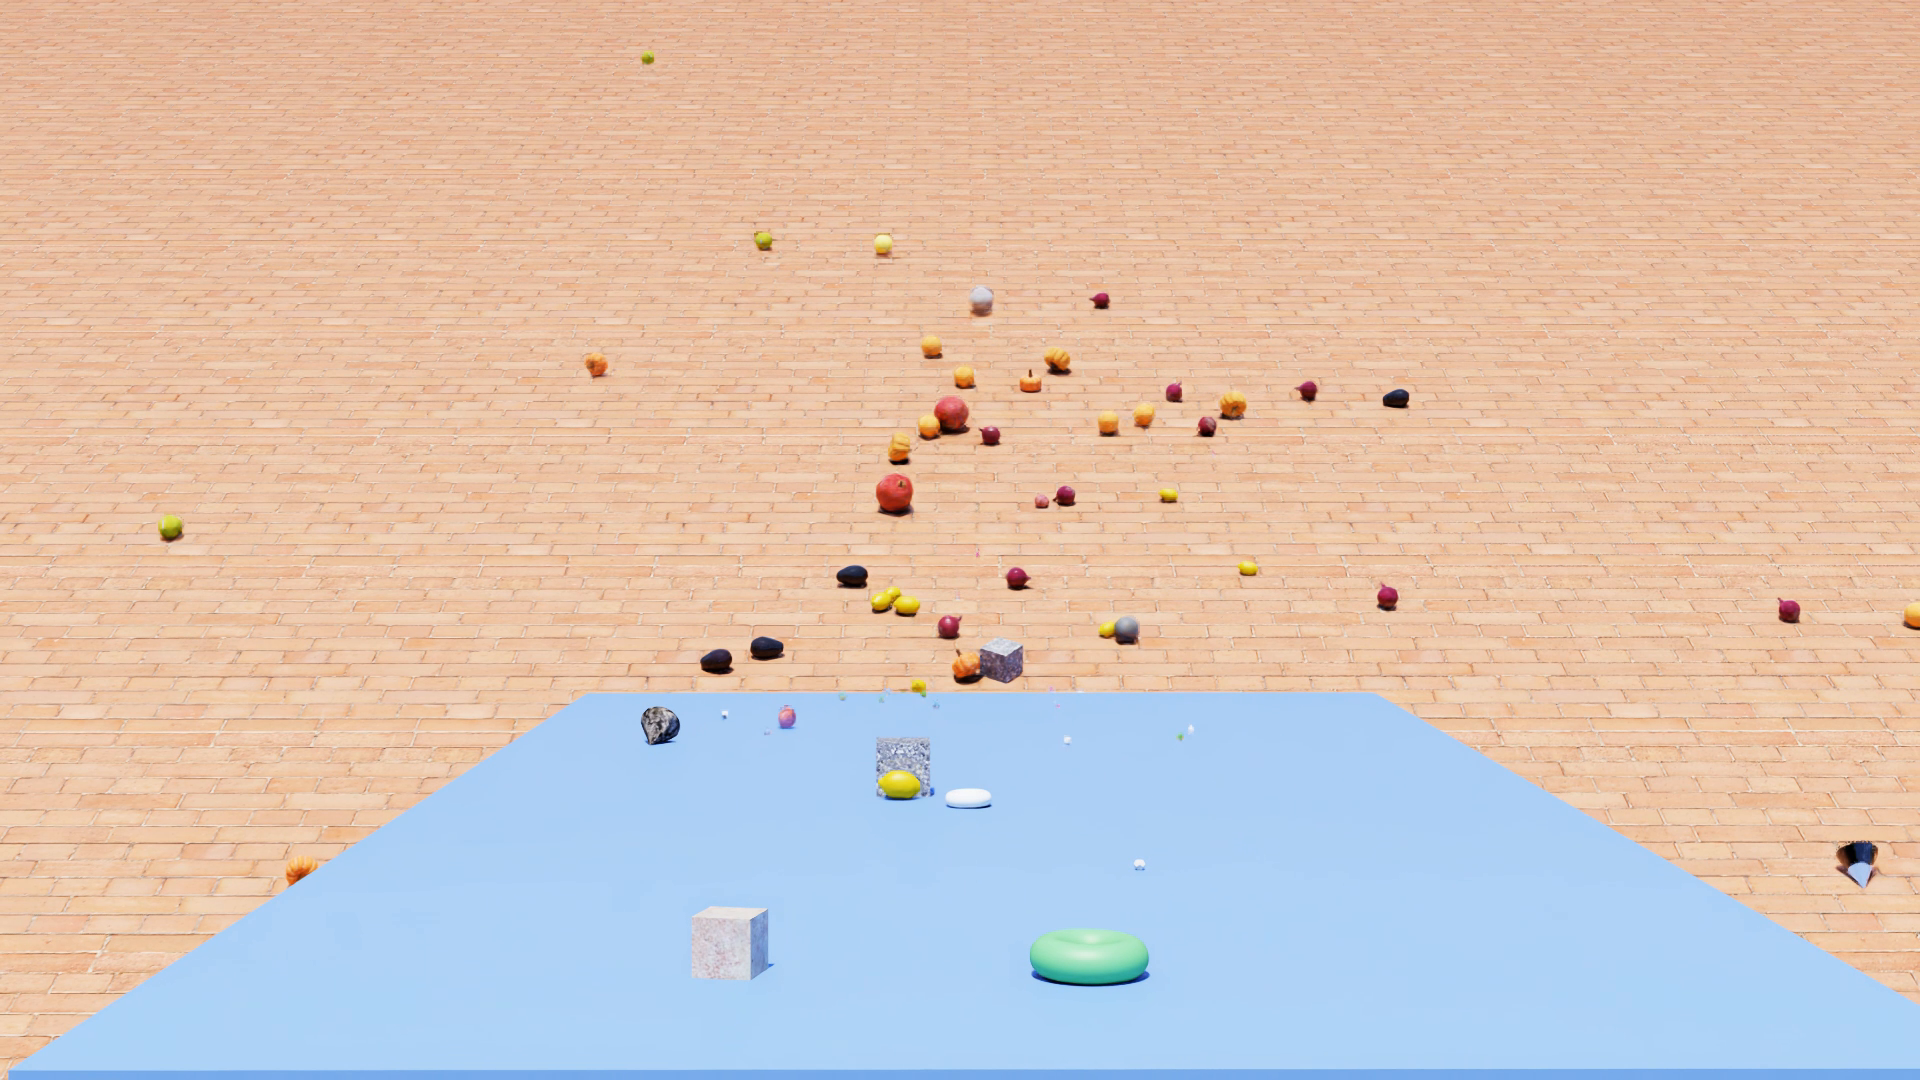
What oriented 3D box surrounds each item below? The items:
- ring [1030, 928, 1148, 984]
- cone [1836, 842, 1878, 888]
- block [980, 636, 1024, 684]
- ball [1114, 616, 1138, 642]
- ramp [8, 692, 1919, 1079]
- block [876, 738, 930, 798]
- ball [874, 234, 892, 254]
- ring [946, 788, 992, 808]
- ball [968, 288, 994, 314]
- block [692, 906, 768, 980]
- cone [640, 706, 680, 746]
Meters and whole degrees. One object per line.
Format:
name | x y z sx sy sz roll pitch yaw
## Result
ring | 0.151 0.486 3.005 0.140 0.047 0.140 1 3 0
cone | 2.063 0.759 5.901 0.095 0.095 0.095 2 51 3
block | 0.110 0.318 6.825 0.082 0.082 0.082 16 29 31
ball | 0.453 0.242 7.010 0.068 0.068 0.068 0 24 0
ramp | 0.056 0.506 4.550 2.000 0.100 4.000 0 2 0
block | -0.102 0.406 4.610 0.096 0.096 0.096 0 2 -1
ball | -0.301 -1.157 10.084 0.075 0.075 0.075 0 24 0
ring | 0.014 0.446 4.447 0.081 0.027 0.081 -1 2 0
ball | 0.077 -0.879 9.449 0.093 0.093 0.093 0 24 0
block | -0.269 0.472 3.020 0.071 0.071 0.071 0 2 13
cone | -0.639 0.408 5.404 0.086 0.086 0.086 4 29 8
